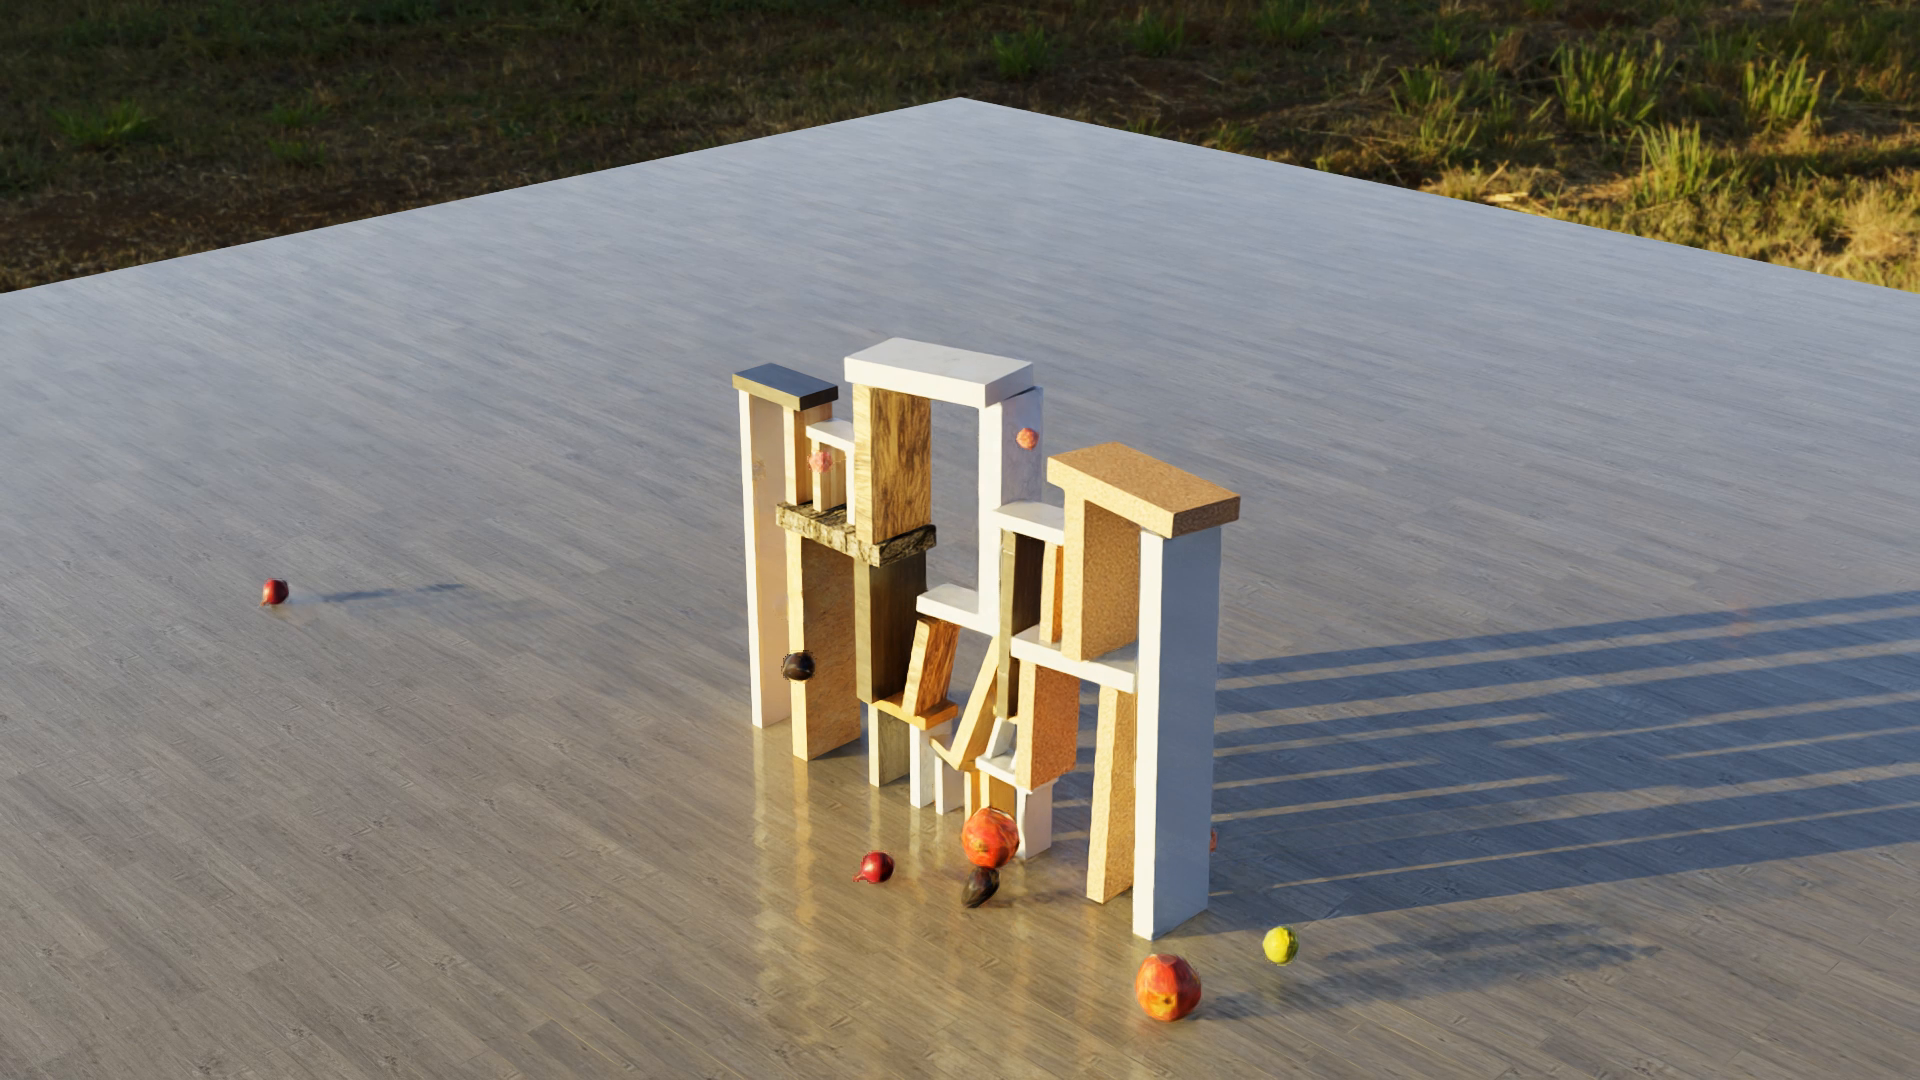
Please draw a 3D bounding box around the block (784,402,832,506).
[{"bbox_3d":[-0.308,-0.185,4.485,0.104,0.208,0.029,-21,31,-41],"label":"block"}]

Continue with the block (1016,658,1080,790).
[{"bbox_3d":[0.169,0.333,4.193,0.038,0.266,0.133,21,29,40],"label":"block"}]

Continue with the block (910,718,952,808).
[{"bbox_3d":[-0.059,0.445,4.477,0.092,0.184,0.026,-21,31,-41],"label":"block"}]

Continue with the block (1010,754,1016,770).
[{"bbox_3d":[0.134,0.399,4.253,0.050,0.101,0.014,-21,54,-42],"label":"block"}]

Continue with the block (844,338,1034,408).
[{"bbox_3d":[-0.041,-0.319,4.171,0.324,0.046,0.162,14,26,33],"label":"block"}]

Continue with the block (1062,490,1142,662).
[{"bbox_3d":[0.259,0.047,4.008,0.046,0.322,0.161,17,24,42],"label":"block"}]

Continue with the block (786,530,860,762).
[{"bbox_3d":[-0.285,0.202,4.620,0.044,0.520,0.155,21,31,41],"label":"block"}]

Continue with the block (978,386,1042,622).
[{"bbox_3d":[0.097,-0.071,4.204,0.046,0.429,0.162,9,18,29],"label":"block"}]

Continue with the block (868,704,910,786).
[{"bbox_3d":[-0.145,0.411,4.557,0.026,0.184,0.092,21,31,41],"label":"block"}]

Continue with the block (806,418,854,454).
[{"bbox_3d":[-0.226,-0.207,4.385,0.153,0.022,0.076,21,31,40],"label":"block"}]

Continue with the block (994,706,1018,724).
[{"bbox_3d":[0.118,0.338,4.248,0.101,0.014,0.050,23,31,40],"label":"block"}]

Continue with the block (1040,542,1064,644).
[{"bbox_3d":[0.196,0.085,4.079,0.028,0.196,0.098,21,28,39],"label":"block"}]

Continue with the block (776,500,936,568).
[{"bbox_3d":[-0.212,-0.030,4.442,0.155,0.044,0.310,-21,31,-40],"label":"block"}]

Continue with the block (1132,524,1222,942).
[{"bbox_3d":[0.388,0.338,3.942,0.161,0.798,0.046,-21,30,-41],"label":"block"}]

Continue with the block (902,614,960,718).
[{"bbox_3d":[-0.055,0.238,4.379,0.031,0.218,0.109,29,35,28],"label":"block"}]

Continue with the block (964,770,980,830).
[{"bbox_3d":[0.039,0.510,4.396,0.063,0.127,0.018,-20,28,-38],"label":"block"}]

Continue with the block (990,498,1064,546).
[{"bbox_3d":[0.161,-0.032,4.074,0.196,0.028,0.098,17,26,40],"label":"block"}]

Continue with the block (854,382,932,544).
[{"bbox_3d":[-0.130,-0.168,4.298,0.162,0.324,0.046,-21,31,-41],"label":"block"}]

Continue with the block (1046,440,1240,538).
[{"bbox_3d":[0.319,-0.091,3.859,0.161,0.046,0.322,-15,28,-36],"label":"block"}]

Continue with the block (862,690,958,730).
[{"bbox_3d":[-0.102,0.331,4.476,0.092,0.026,0.184,-21,31,-41],"label":"block"}]

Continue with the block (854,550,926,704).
[{"bbox_3d":[-0.139,0.162,4.444,0.155,0.310,0.044,-21,31,-41],"label":"block"}]

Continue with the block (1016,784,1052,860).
[{"bbox_3d":[0.146,0.542,4.289,0.076,0.151,0.021,-21,31,-40],"label":"block"}]

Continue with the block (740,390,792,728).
[{"bbox_3d":[-0.406,0.037,4.686,0.029,0.772,0.104,21,31,41],"label":"block"}]

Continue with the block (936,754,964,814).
[{"bbox_3d":[-0.020,0.487,4.451,0.063,0.127,0.018,-21,30,-40],"label":"block"}]

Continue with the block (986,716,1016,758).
[{"bbox_3d":[0.083,0.377,4.300,0.050,0.101,0.014,-21,48,-41],"label":"block"}]

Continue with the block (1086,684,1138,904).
[{"bbox_3d":[0.304,0.456,4.114,0.038,0.438,0.133,18,25,36],"label":"block"}]

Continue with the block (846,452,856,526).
[{"bbox_3d":[-0.190,-0.113,4.387,0.076,0.153,0.022,-21,31,-41],"label":"block"}]

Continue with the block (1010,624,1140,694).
[{"bbox_3d":[0.242,0.212,4.082,0.265,0.038,0.133,16,24,33],"label":"block"}]

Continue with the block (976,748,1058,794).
[{"bbox_3d":[0.111,0.448,4.291,0.151,0.021,0.076,22,31,40],"label":"block"}]

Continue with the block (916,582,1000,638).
[{"bbox_3d":[0.036,0.140,4.287,0.218,0.031,0.109,17,22,28],"label":"block"}]

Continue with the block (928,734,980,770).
[{"bbox_3d":[-0.005,0.424,4.398,0.063,0.018,0.127,-1,21,-29],"label":"block"}]

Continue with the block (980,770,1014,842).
[{"bbox_3d":[0.075,0.514,4.355,0.021,0.151,0.076,21,31,41],"label":"block"}]

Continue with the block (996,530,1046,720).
[{"bbox_3d":[0.119,0.150,4.179,0.028,0.384,0.098,21,29,38],"label":"block"}]

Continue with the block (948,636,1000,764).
[{"bbox_3d":[0.065,0.303,4.312,0.031,0.284,0.109,34,28,28],"label":"block"}]

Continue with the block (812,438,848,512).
[{"bbox_3d":[-0.262,-0.141,4.453,0.076,0.153,0.022,-21,31,-41],"label":"block"}]

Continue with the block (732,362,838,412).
[{"bbox_3d":[-0.357,-0.313,4.484,0.104,0.029,0.208,-21,31,-41],"label":"block"}]
